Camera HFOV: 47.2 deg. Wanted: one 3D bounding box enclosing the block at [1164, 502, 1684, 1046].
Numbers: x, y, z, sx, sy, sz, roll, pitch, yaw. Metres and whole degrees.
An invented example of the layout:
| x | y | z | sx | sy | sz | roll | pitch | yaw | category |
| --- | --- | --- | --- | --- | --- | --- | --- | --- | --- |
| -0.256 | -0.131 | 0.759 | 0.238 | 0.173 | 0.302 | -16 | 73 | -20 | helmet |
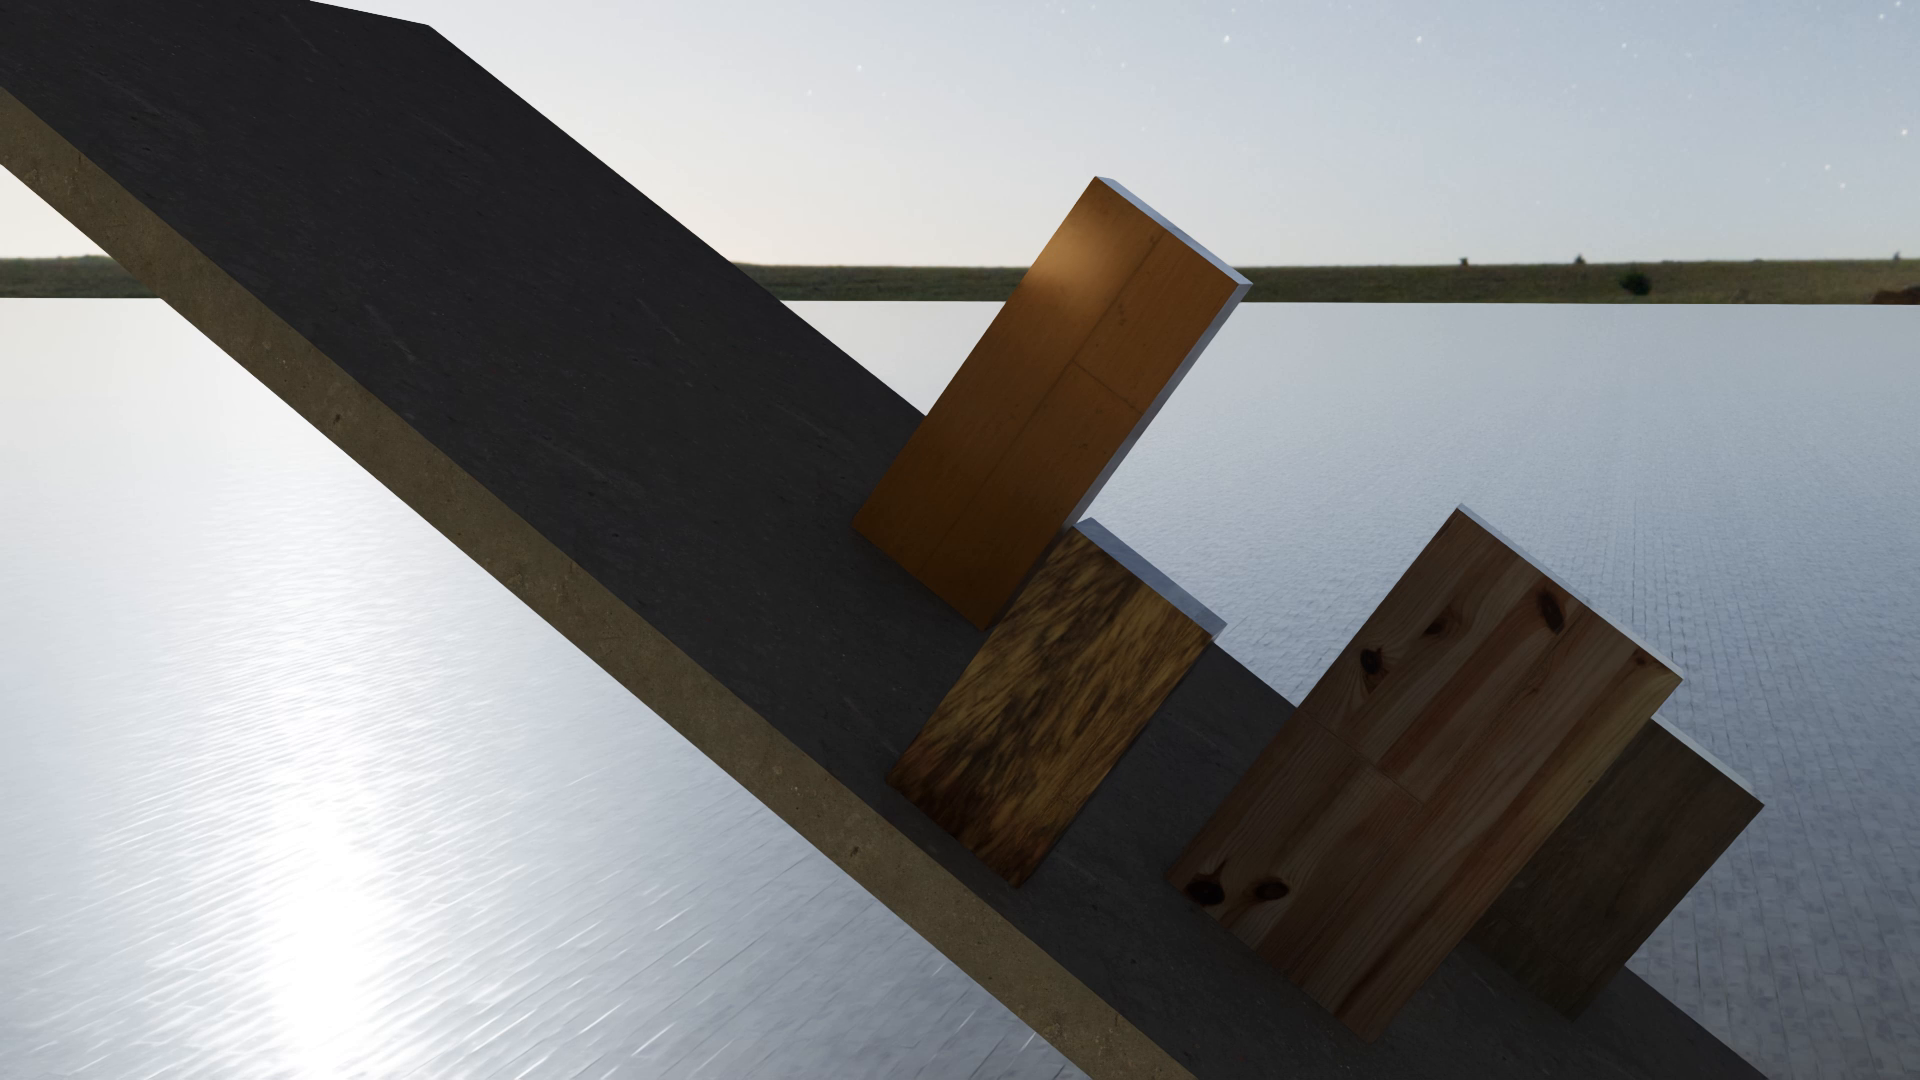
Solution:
| x | y | z | sx | sy | sz | roll | pitch | yaw | category |
| --- | --- | --- | --- | --- | --- | --- | --- | --- | --- |
| 0.710 | 0.368 | 3.427 | 0.415 | 0.754 | 0.084 | 39 | 16 | 10 | block |

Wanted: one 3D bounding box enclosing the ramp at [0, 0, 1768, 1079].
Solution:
| x | y | z | sx | sy | sz | roll | pitch | yaw | category |
| --- | --- | --- | --- | --- | --- | --- | --- | --- | --- |
| -0.068 | 0.131 | 4.071 | 4.000 | 0.100 | 2.000 | 39 | 16 | 10 | ramp |

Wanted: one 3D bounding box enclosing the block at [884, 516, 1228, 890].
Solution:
| x | y | z | sx | sy | sz | roll | pitch | yaw | category |
| --- | --- | --- | --- | --- | --- | --- | --- | --- | --- |
| 0.135 | 0.232 | 3.142 | 0.247 | 0.469 | 0.113 | 39 | 16 | 10 | block |

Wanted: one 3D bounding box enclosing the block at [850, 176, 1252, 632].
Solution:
| x | y | z | sx | sy | sz | roll | pitch | yaw | category |
| --- | --- | --- | --- | --- | --- | --- | --- | --- | --- |
| 0.161 | -0.244 | 4.001 | 0.319 | 0.781 | 0.145 | 39 | 16 | 10 | block |

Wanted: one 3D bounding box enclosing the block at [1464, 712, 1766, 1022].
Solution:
| x | y | z | sx | sy | sz | roll | pitch | yaw | category |
| --- | --- | --- | --- | --- | --- | --- | --- | --- | --- |
| 1.166 | 0.561 | 4.197 | 0.443 | 0.554 | 0.104 | 39 | 16 | 10 | block |
